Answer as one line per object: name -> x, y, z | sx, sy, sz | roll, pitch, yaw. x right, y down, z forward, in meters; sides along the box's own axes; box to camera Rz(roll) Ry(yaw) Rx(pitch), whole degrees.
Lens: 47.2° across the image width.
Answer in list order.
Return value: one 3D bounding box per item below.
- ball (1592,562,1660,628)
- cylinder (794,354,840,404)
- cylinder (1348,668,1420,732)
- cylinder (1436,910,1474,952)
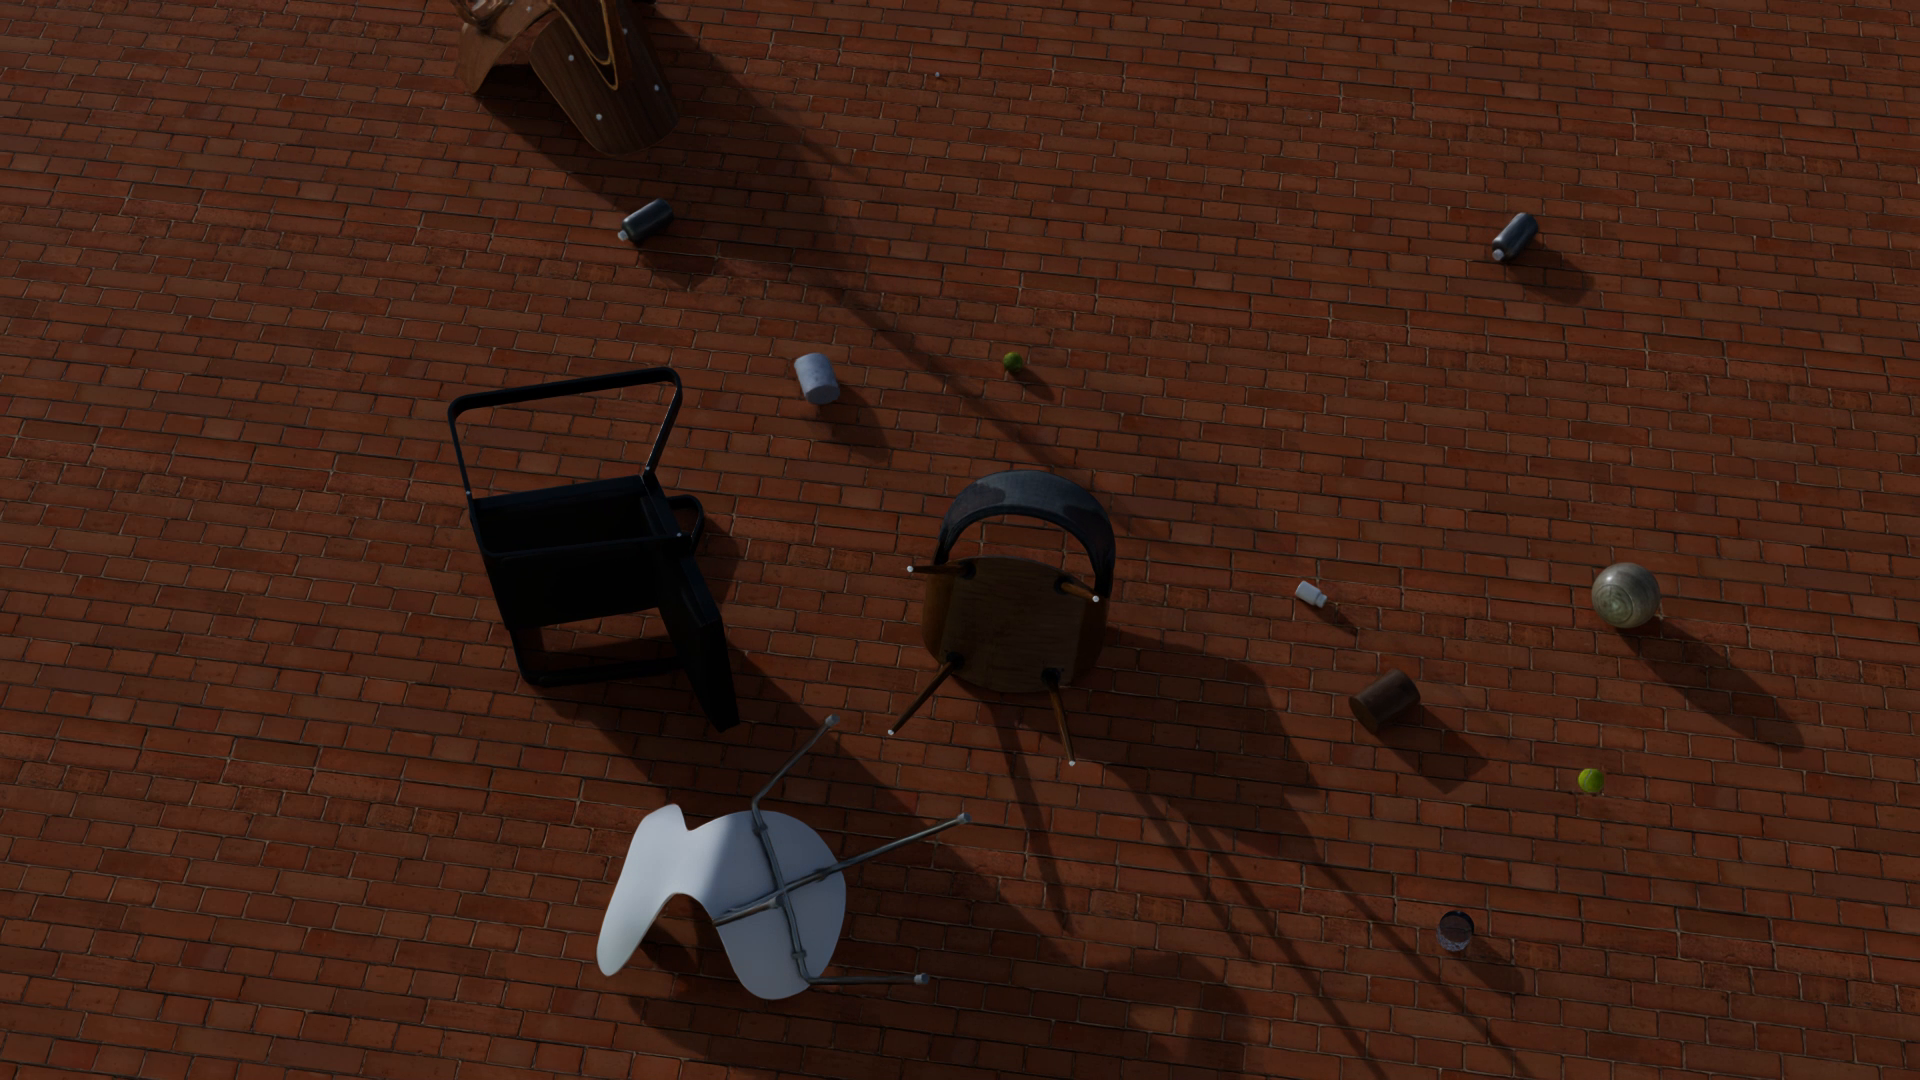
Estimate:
ball -> 1.923, 0.160, 6.351 | 0.193, 0.193, 0.193 | 0, 56, 0
cylinder -> -0.446, -0.501, 6.852 | 0.115, 0.092, 0.133 | 0, 52, -30
cylinder -> 1.200, 0.452, 6.214 | 0.162, 0.094, 0.123 | -31, 66, -19
cylinder -> 1.315, 1.039, 5.842 | 0.090, 0.057, 0.094 | 38, 64, 23
